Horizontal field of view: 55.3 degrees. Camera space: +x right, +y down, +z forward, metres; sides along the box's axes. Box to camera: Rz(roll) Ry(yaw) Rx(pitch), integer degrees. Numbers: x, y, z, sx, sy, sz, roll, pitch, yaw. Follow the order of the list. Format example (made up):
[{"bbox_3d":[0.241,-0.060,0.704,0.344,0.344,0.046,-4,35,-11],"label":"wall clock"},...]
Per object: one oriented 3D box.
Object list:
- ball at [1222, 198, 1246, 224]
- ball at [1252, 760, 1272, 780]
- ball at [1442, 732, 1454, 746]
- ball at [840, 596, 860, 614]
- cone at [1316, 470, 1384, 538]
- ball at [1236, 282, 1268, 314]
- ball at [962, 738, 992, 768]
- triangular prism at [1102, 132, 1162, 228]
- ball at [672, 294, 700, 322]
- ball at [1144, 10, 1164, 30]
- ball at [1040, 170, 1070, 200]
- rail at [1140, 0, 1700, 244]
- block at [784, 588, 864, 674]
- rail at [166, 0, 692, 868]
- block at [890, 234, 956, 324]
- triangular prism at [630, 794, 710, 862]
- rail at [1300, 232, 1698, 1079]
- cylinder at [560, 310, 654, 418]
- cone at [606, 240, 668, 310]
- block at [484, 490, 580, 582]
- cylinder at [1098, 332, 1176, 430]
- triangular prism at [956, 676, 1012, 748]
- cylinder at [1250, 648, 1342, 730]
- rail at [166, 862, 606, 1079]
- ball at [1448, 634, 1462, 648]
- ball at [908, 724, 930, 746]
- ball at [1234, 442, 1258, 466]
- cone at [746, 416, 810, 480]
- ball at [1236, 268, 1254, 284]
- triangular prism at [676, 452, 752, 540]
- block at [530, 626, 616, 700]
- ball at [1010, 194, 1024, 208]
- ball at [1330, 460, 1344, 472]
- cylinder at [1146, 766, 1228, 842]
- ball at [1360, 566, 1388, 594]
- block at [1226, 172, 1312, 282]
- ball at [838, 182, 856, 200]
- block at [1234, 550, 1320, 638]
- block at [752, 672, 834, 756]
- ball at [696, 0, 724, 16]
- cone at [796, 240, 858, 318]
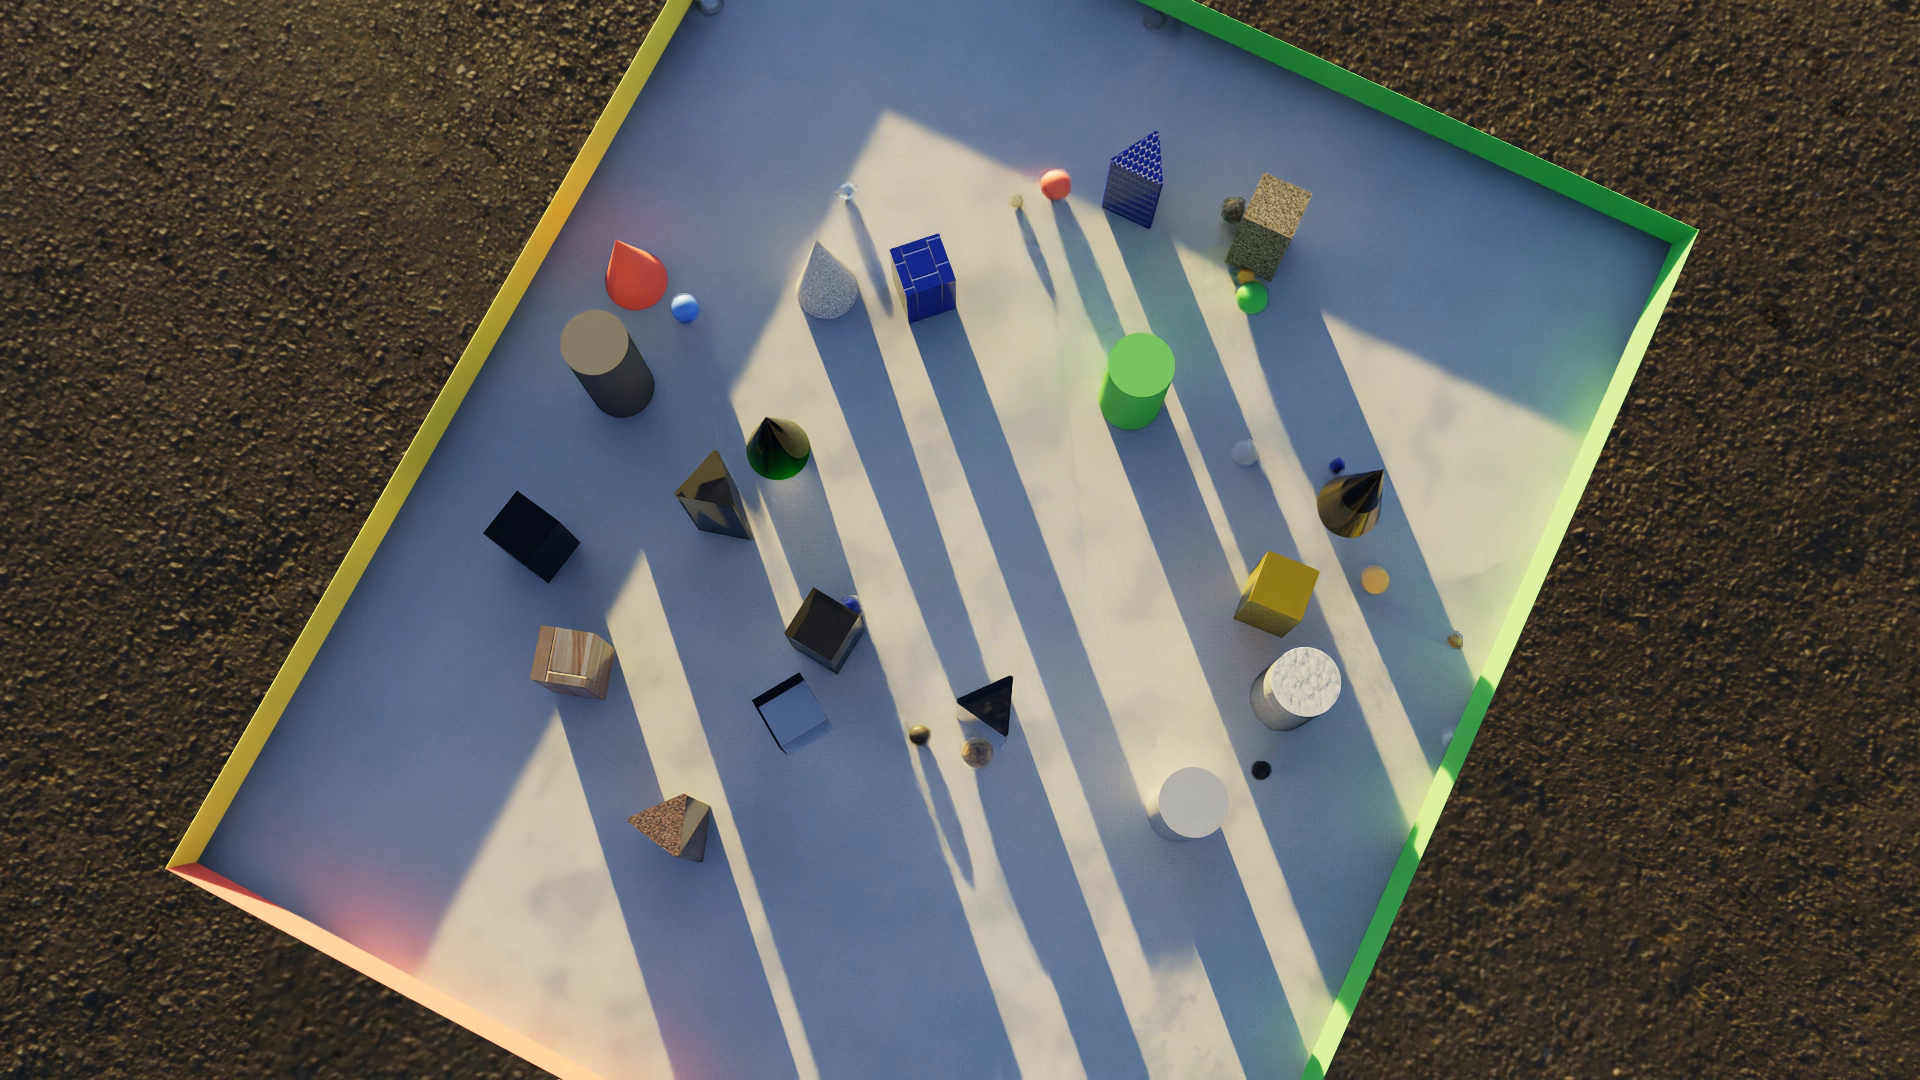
[{"bbox_3d":[0.867,-1.039,5.792,0.078,0.078,0.078,0,78,0],"label":"ball"},{"bbox_3d":[0.897,0.683,5.447,0.056,0.056,0.056,0,78,0],"label":"ball"},{"bbox_3d":[1.461,0.594,5.471,0.044,0.044,0.044,0,78,0],"label":"ball"},{"bbox_3d":[-0.333,0.204,5.541,0.065,0.065,0.065,0,78,0],"label":"ball"},{"bbox_3d":[1.196,-0.152,5.405,0.197,0.476,0.197,0,78,0],"label":"cone"},{"bbox_3d":[0.911,-0.757,5.723,0.099,0.099,0.099,0,78,0],"label":"ball"},{"bbox_3d":[0.049,0.631,5.440,0.090,0.090,0.090,0,78,0],"label":"ball"},{"bbox_3d":[0.560,-1.128,5.668,0.171,0.356,0.148,26,80,5],"label":"triangular prism"},{"bbox_3d":[-0.858,-0.722,5.722,0.086,0.086,0.086,0,78,0],"label":"ball"},{"bbox_3d":[0.631,-1.685,5.932,0.064,0.064,0.064,0,78,0],"label":"ball"},{"bbox_3d":[0.302,-1.123,5.802,0.093,0.093,0.093,0,78,0],"label":"ball"},{"bbox_3d":[0.838,-1.635,5.889,3.232,0.128,0.045,26,80,5],"label":"rail"},{"bbox_3d":[-0.397,0.271,5.414,0.158,0.287,0.158,31,80,6],"label":"block"},{"bbox_3d":[-1.424,-0.691,5.693,0.045,0.128,3.797,26,80,5],"label":"rail"},{"bbox_3d":[-0.112,-0.804,5.650,0.158,0.261,0.158,-19,79,-4],"label":"block"},{"bbox_3d":[-0.789,0.798,5.208,0.171,0.477,0.148,35,80,7],"label":"triangular prism"},{"bbox_3d":[1.424,0.704,5.404,0.045,0.128,3.797,26,80,5],"label":"rail"},{"bbox_3d":[-1.052,-0.523,5.493,0.197,0.455,0.197,0,78,0],"label":"cylinder"},{"bbox_3d":[-1.022,-0.855,5.612,0.197,0.356,0.197,0,78,0],"label":"cone"},{"bbox_3d":[-1.273,-0.006,5.463,0.158,0.302,0.158,35,80,7],"label":"block"},{"bbox_3d":[0.530,-0.475,5.529,0.197,0.364,0.197,0,78,0],"label":"cylinder"},{"bbox_3d":[0.103,0.479,5.319,0.171,0.389,0.148,35,80,7],"label":"triangular prism"},{"bbox_3d":[0.971,0.437,5.329,0.197,0.387,0.197,0,78,0],"label":"cylinder"},{"bbox_3d":[-0.838,1.649,5.209,3.232,0.128,0.045,26,80,5],"label":"rail"},{"bbox_3d":[1.494,0.304,5.533,0.041,0.041,0.041,0,78,0],"label":"ball"},{"bbox_3d":[-0.122,0.582,5.465,0.061,0.061,0.061,0,78,0],"label":"ball"},{"bbox_3d":[0.878,-0.265,5.633,0.075,0.075,0.075,0,78,0],"label":"ball"},{"bbox_3d":[-0.562,-0.319,5.491,0.197,0.375,0.197,0,78,0],"label":"cone"},{"bbox_3d":[0.897,-0.828,5.760,0.055,0.055,0.055,0,78,0],"label":"ball"},{"bbox_3d":[-0.706,-0.137,5.407,0.171,0.466,0.148,11,79,2],"label":"triangular prism"},{"bbox_3d":[-1.133,0.363,5.380,0.158,0.317,0.158,8,78,2],"label":"block"},{"bbox_3d":[0.180,-1.075,5.817,0.044,0.044,0.044,0,78,0],"label":"ball"},{"bbox_3d":[1.160,-0.227,5.643,0.041,0.041,0.041,0,78,0],"label":"ball"},{"bbox_3d":[0.652,0.766,5.283,0.197,0.344,0.197,0,78,0],"label":"cylinder"},{"bbox_3d":[1.255,0.119,5.549,0.084,0.084,0.084,0,78,0],"label":"ball"},{"bbox_3d":[0.943,-0.955,5.621,0.158,0.377,0.158,25,79,5],"label":"block"},{"bbox_3d":[-0.360,-1.107,5.818,0.054,0.054,0.054,0,78,0],"label":"ball"},{"bbox_3d":[0.933,0.164,5.418,0.158,0.323,0.158,22,79,4],"label":"block"},{"bbox_3d":[-0.487,0.513,5.369,0.158,0.277,0.158,-30,80,-6],"label":"block"},{"bbox_3d":[-0.812,-1.744,5.931,0.091,0.091,0.091,0,78,0],"label":"ball"},{"bbox_3d":[-0.420,-0.835,5.570,0.197,0.430,0.197,0,78,0],"label":"cone"}]
